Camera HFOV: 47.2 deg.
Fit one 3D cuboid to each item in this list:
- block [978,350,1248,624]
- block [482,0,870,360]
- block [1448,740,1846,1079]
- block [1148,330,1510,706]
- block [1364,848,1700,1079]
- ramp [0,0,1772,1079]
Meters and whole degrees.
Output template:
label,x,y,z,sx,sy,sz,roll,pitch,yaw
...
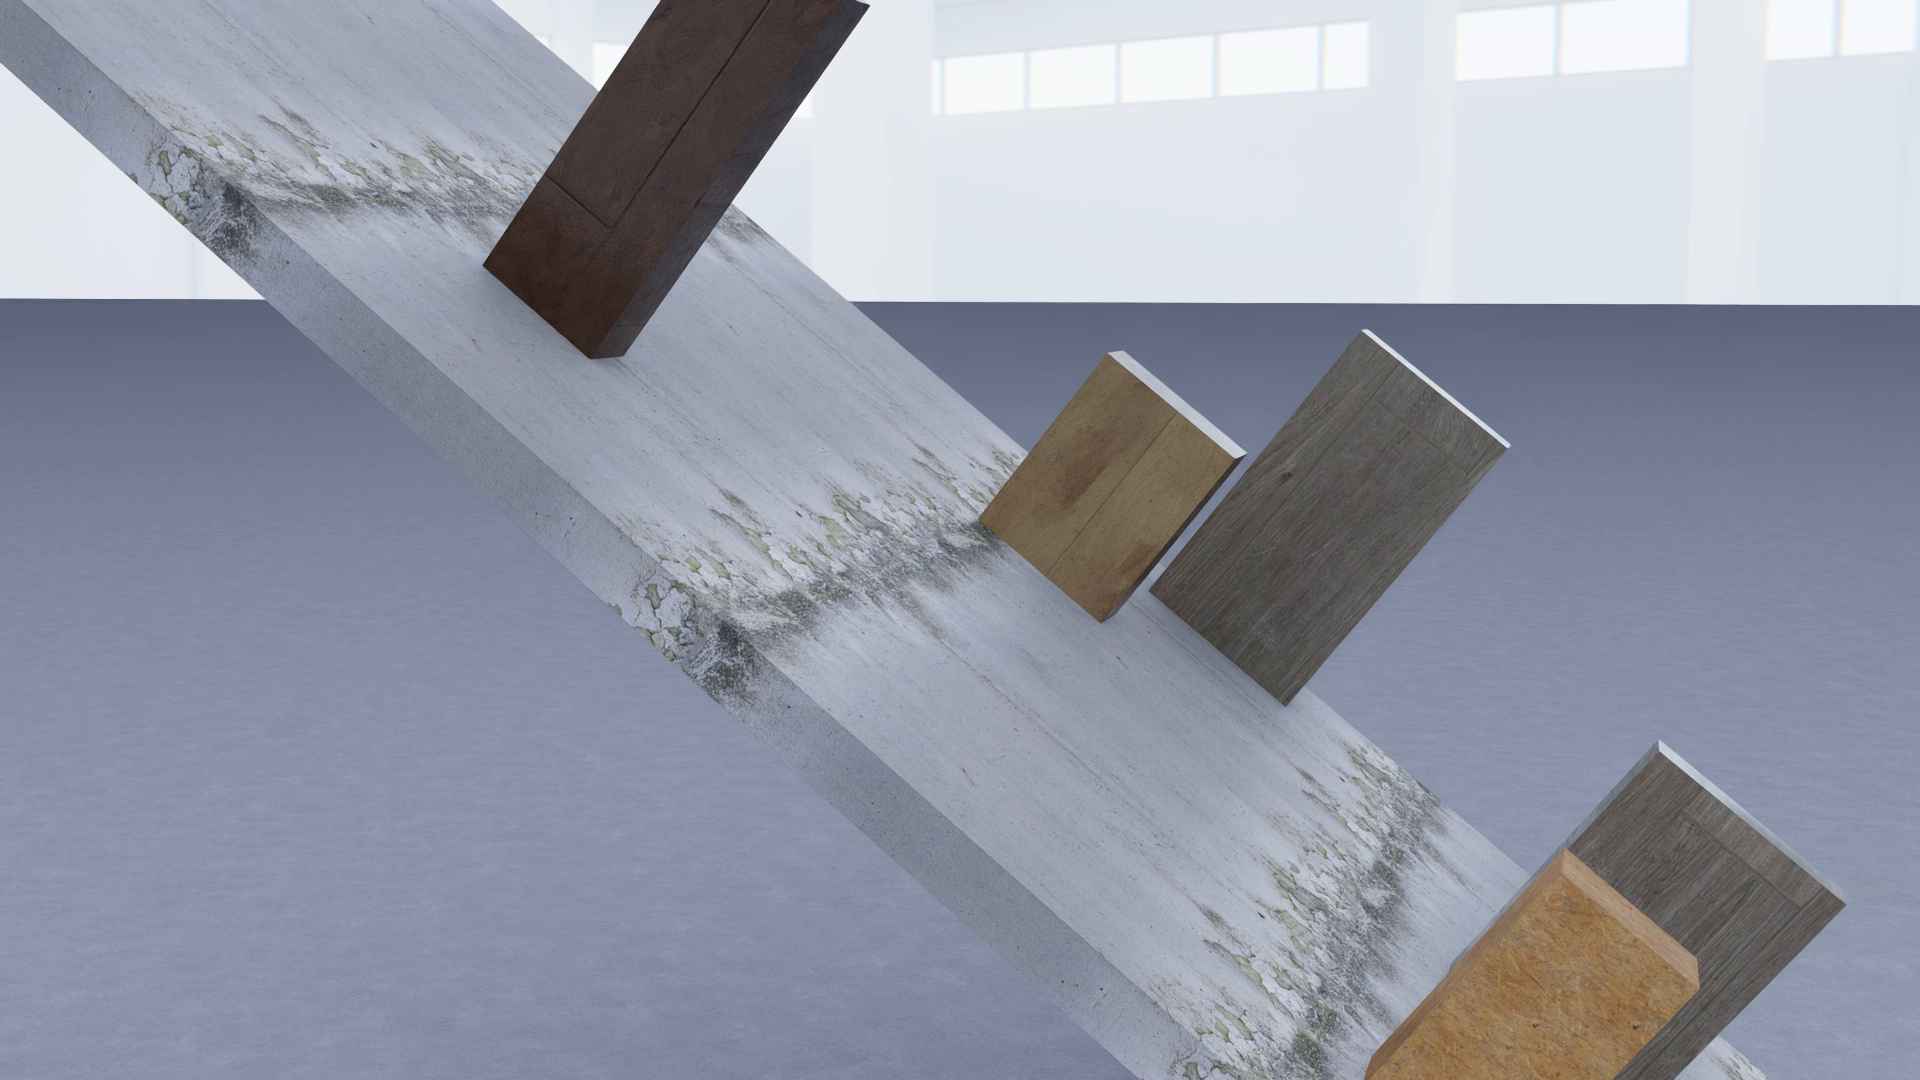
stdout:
label,x,y,z,sx,sy,sz,roll,pitch,yaw
block,0.298,-0.105,4.302,0.318,0.417,0.135,41,16,9
block,-0.471,-0.661,3.613,0.248,0.727,0.126,41,16,9
block,1.172,0.680,3.784,0.387,0.547,0.098,41,16,9
block,0.770,-0.044,4.620,0.380,0.710,0.103,41,16,9
block,0.820,0.699,3.174,0.240,0.436,0.145,41,16,9
ramp,-0.024,0.076,4.051,4.000,0.100,2.000,41,16,9
